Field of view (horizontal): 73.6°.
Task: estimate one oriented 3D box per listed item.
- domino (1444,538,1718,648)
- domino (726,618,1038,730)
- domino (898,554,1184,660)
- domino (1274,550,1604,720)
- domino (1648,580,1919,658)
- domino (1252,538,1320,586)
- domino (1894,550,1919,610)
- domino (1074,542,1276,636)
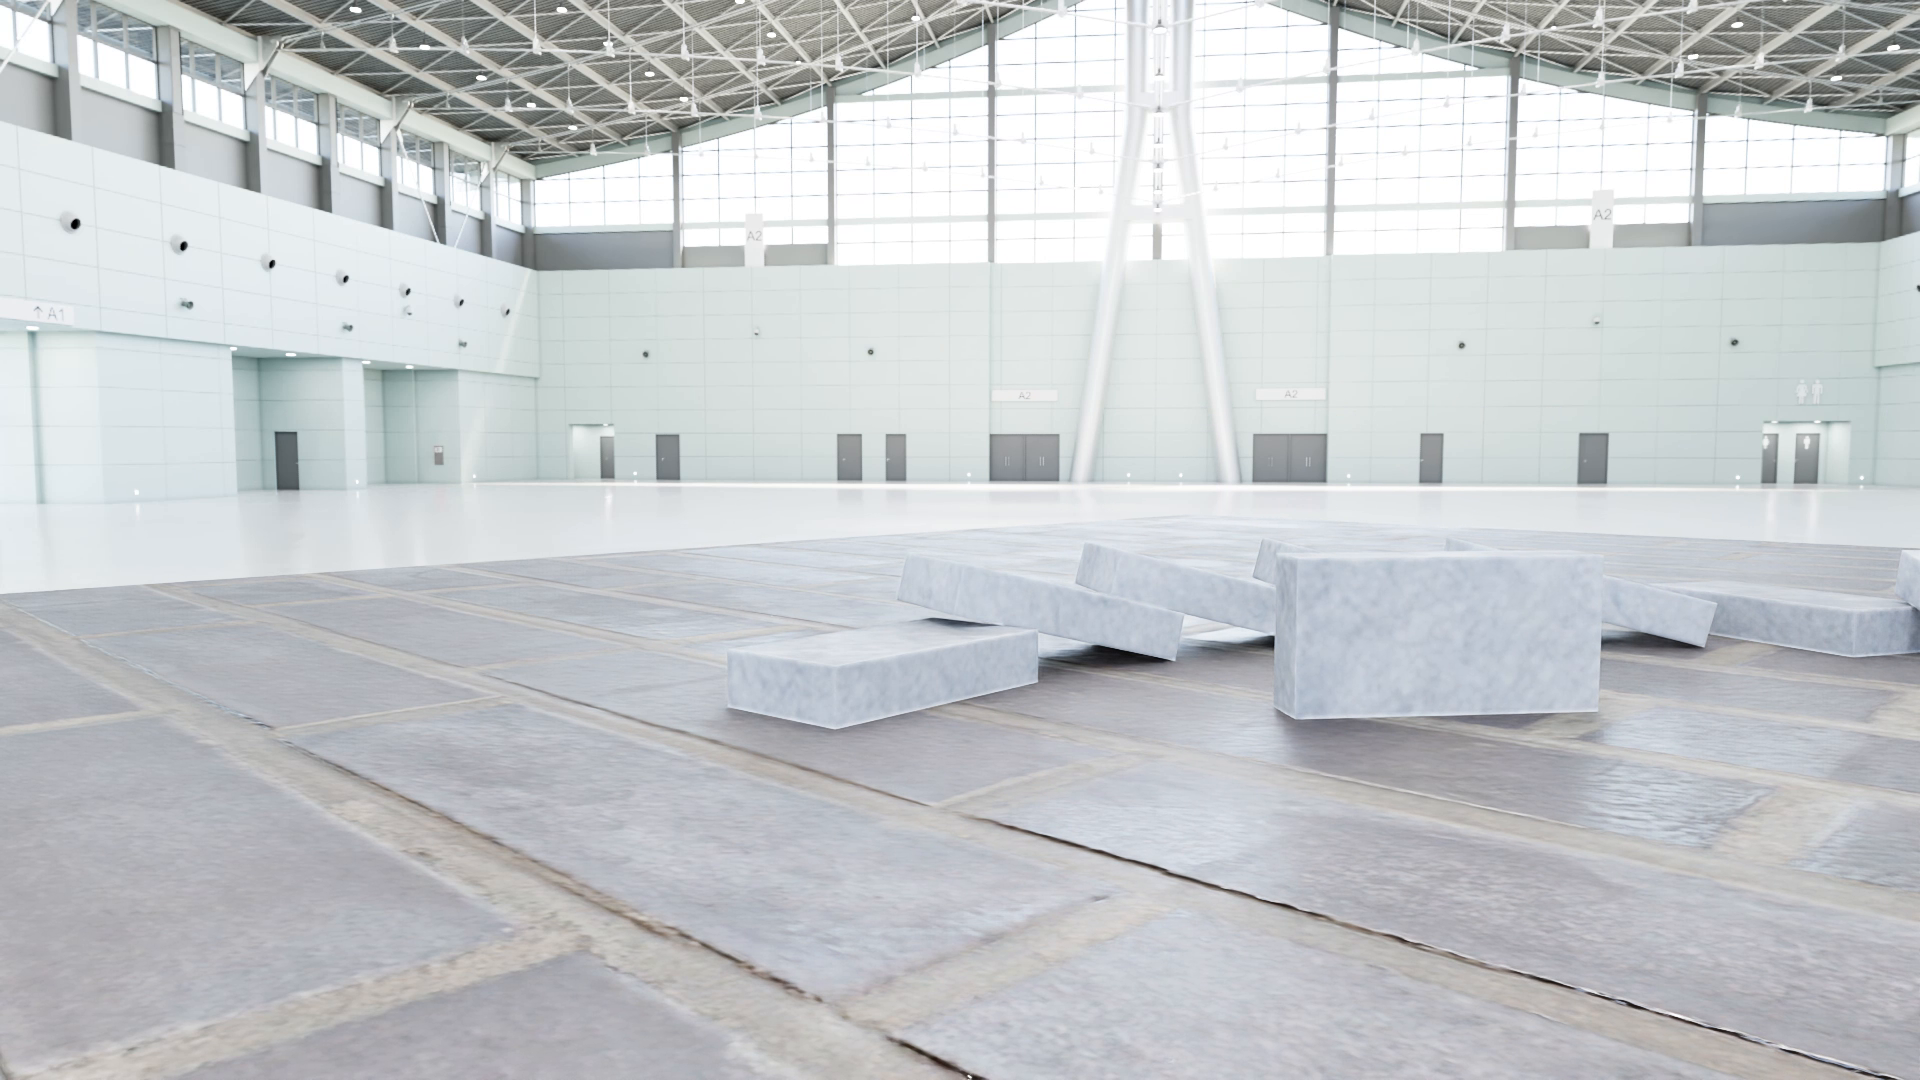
[{"bbox_3d":[0.134,0.011,0.282,0.050,0.010,0.025,14,6,8],"label":"domino"},{"bbox_3d":[-0.012,0.021,0.218,0.025,0.009,0.050,4,6,40],"label":"domino"},{"bbox_3d":[0.016,0.013,0.252,0.050,0.010,0.025,13,-2,-27],"label":"domino"},{"bbox_3d":[0.076,0.015,0.205,0.050,0.025,0.010,0,4,-7],"label":"domino"},{"bbox_3d":[0.182,0.017,0.283,0.025,0.009,0.050,-1,5,-18],"label":"domino"},{"bbox_3d":[0.093,0.011,0.282,0.050,0.010,0.025,14,4,-2],"label":"domino"},{"bbox_3d":[0.203,0.014,0.241,0.025,0.009,0.050,1,17,11],"label":"domino"},{"bbox_3d":[0.052,0.011,0.272,0.050,0.010,0.025,14,1,-12],"label":"domino"}]
